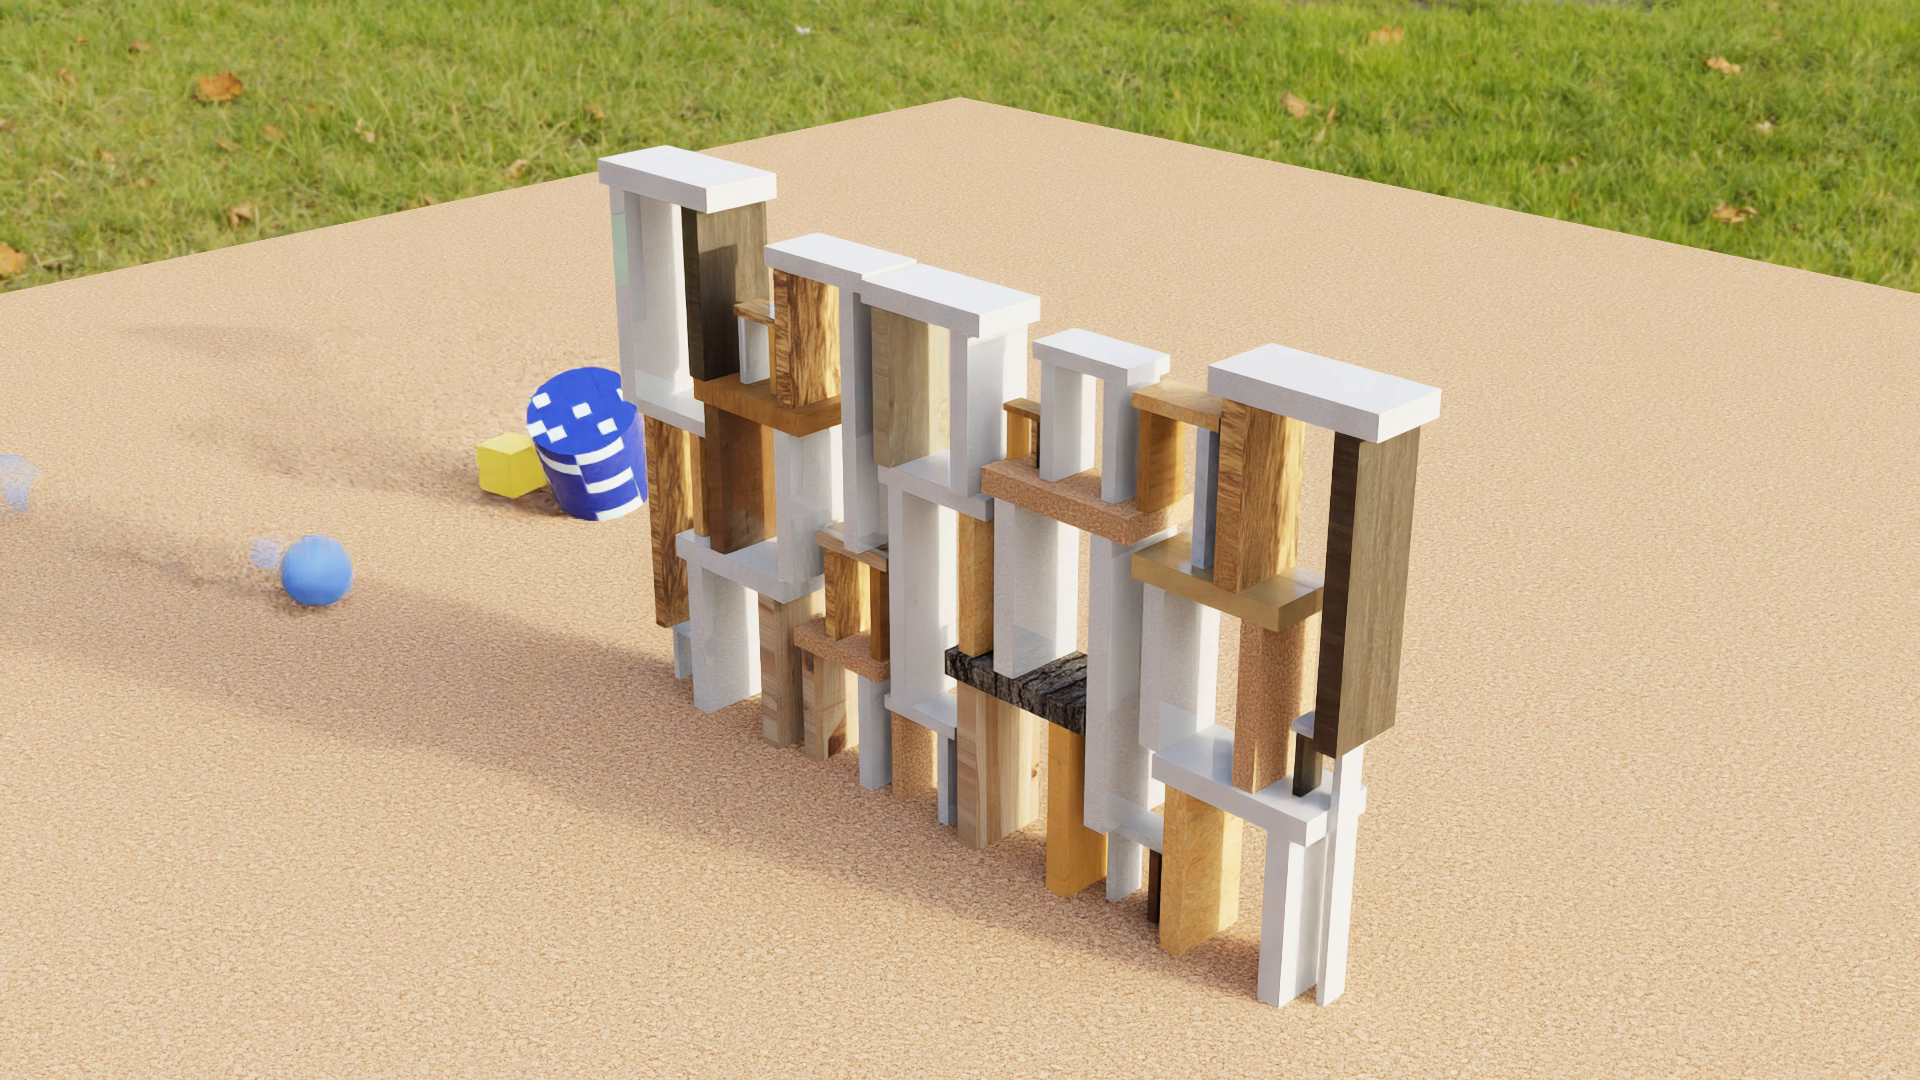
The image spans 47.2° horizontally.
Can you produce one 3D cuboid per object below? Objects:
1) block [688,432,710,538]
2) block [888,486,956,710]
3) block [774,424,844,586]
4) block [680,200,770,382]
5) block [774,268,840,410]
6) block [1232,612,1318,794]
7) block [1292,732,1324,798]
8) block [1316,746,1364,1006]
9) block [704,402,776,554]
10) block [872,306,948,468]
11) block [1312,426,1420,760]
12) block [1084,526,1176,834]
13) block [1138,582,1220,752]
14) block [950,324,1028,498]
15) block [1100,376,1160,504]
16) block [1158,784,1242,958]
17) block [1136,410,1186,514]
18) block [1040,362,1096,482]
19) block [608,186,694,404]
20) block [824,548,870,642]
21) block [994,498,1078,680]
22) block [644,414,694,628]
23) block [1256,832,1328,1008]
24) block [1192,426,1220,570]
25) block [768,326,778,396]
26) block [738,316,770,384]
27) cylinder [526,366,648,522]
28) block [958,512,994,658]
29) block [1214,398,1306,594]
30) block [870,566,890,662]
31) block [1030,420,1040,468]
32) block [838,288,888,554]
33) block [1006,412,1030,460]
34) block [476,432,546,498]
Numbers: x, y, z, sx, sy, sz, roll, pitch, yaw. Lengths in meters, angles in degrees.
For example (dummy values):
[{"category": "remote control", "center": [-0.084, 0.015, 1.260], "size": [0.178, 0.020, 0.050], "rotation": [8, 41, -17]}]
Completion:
[{"category": "block", "center": [-0.522, -0.134, 4.740], "size": [0.033, 0.234, 0.117], "rotation": [21, 31, 41]}, {"category": "block", "center": [-0.073, 0.096, 4.347], "size": [0.041, 0.469, 0.144], "rotation": [21, 31, 41]}, {"category": "block", "center": [-0.299, -0.089, 4.510], "size": [0.165, 0.330, 0.047], "rotation": [-21, 31, -41]}, {"category": "block", "center": [-0.479, -0.523, 4.531], "size": [0.180, 0.360, 0.051], "rotation": [-21, 31, -40]}, {"category": "block", "center": [-0.300, -0.414, 4.374], "size": [0.141, 0.282, 0.040], "rotation": [-21, 31, -40]}, {"category": "block", "center": [0.539, 0.261, 3.753], "size": [0.045, 0.316, 0.158], "rotation": [21, 31, 41]}, {"category": "block", "center": [0.593, 0.373, 3.741], "size": [0.059, 0.119, 0.017], "rotation": [-21, 31, -41]}, {"category": "block", "center": [0.650, 0.572, 3.765], "size": [0.017, 0.505, 0.059], "rotation": [21, 31, 41]}, {"category": "block", "center": [-0.456, -0.149, 4.654], "size": [0.047, 0.330, 0.165], "rotation": [21, 31, 41]}, {"category": "block", "center": [-0.094, -0.308, 4.194], "size": [0.044, 0.313, 0.157], "rotation": [21, 31, 40]}, {"category": "block", "center": [0.654, 0.072, 3.542], "size": [0.047, 0.557, 0.166], "rotation": [21, 31, 41]}, {"category": "block", "center": [0.308, 0.240, 3.996], "size": [0.176, 0.587, 0.050], "rotation": [-21, 31, -40]}, {"category": "block", "center": [0.389, 0.203, 3.890], "size": [0.158, 0.316, 0.045], "rotation": [-21, 31, -41]}, {"category": "block", "center": [0.053, -0.250, 4.057], "size": [0.044, 0.313, 0.157], "rotation": [21, 31, 40]}, {"category": "block", "center": [0.297, -0.183, 3.830], "size": [0.111, 0.221, 0.031], "rotation": [-21, 31, -40]}, {"category": "block", "center": [0.439, 0.570, 3.985], "size": [0.048, 0.338, 0.169], "rotation": [21, 31, 41]}, {"category": "block", "center": [0.347, -0.146, 3.789], "size": [0.093, 0.186, 0.026], "rotation": [-21, 31, -40]}, {"category": "block", "center": [0.193, -0.224, 3.927], "size": [0.111, 0.221, 0.031], "rotation": [-21, 31, -40]}, {"category": "block", "center": [-0.649, -0.539, 4.709], "size": [0.180, 0.470, 0.051], "rotation": [-21, 31, -40]}, {"category": "block", "center": [-0.230, 0.097, 4.521], "size": [0.029, 0.204, 0.102], "rotation": [21, 31, 41]}, {"category": "block", "center": [0.143, 0.067, 4.103], "size": [0.176, 0.352, 0.050], "rotation": [-21, 31, -41]}, {"category": "block", "center": [-0.633, -0.053, 4.894], "size": [0.117, 0.503, 0.033], "rotation": [-21, 31, -41]}, {"category": "block", "center": [0.598, 0.632, 3.838], "size": [0.048, 0.338, 0.169], "rotation": [21, 31, 41]}, {"category": "block", "center": [0.436, -0.082, 3.721], "size": [0.026, 0.251, 0.093], "rotation": [21, 31, 41]}, {"category": "block", "center": [-0.353, -0.371, 4.451], "size": [0.071, 0.141, 0.020], "rotation": [-21, 31, -41]}, {"category": "block", "center": [-0.419, -0.397, 4.513], "size": [0.071, 0.141, 0.020], "rotation": [-21, 31, -40]}, {"category": "cylinder", "center": [-0.974, -0.254, 5.843], "size": [0.292, 0.292, 0.292], "rotation": [-3, 55, 4]}, {"category": "block", "center": [0.063, 0.066, 4.187], "size": [0.041, 0.288, 0.144], "rotation": [21, 31, 41]}, {"category": "block", "center": [0.497, -0.093, 3.643], "size": [0.047, 0.332, 0.166], "rotation": [21, 31, 41]}, {"category": "block", "center": [-0.134, 0.135, 4.432], "size": [0.029, 0.204, 0.102], "rotation": [21, 31, 41]}, {"category": "block", "center": [0.150, -0.179, 3.987], "size": [0.046, 0.093, 0.013], "rotation": [-21, 31, -40]}, {"category": "block", "center": [-0.166, -0.245, 4.302], "size": [0.141, 0.538, 0.040], "rotation": [-21, 31, -41]}, {"category": "block", "center": [0.106, -0.196, 4.027], "size": [0.046, 0.093, 0.013], "rotation": [-21, 31, -40]}, {"category": "block", "center": [-1.241, -0.208, 6.085], "size": [0.129, 0.129, 0.129], "rotation": [15, 27, 31]}]
